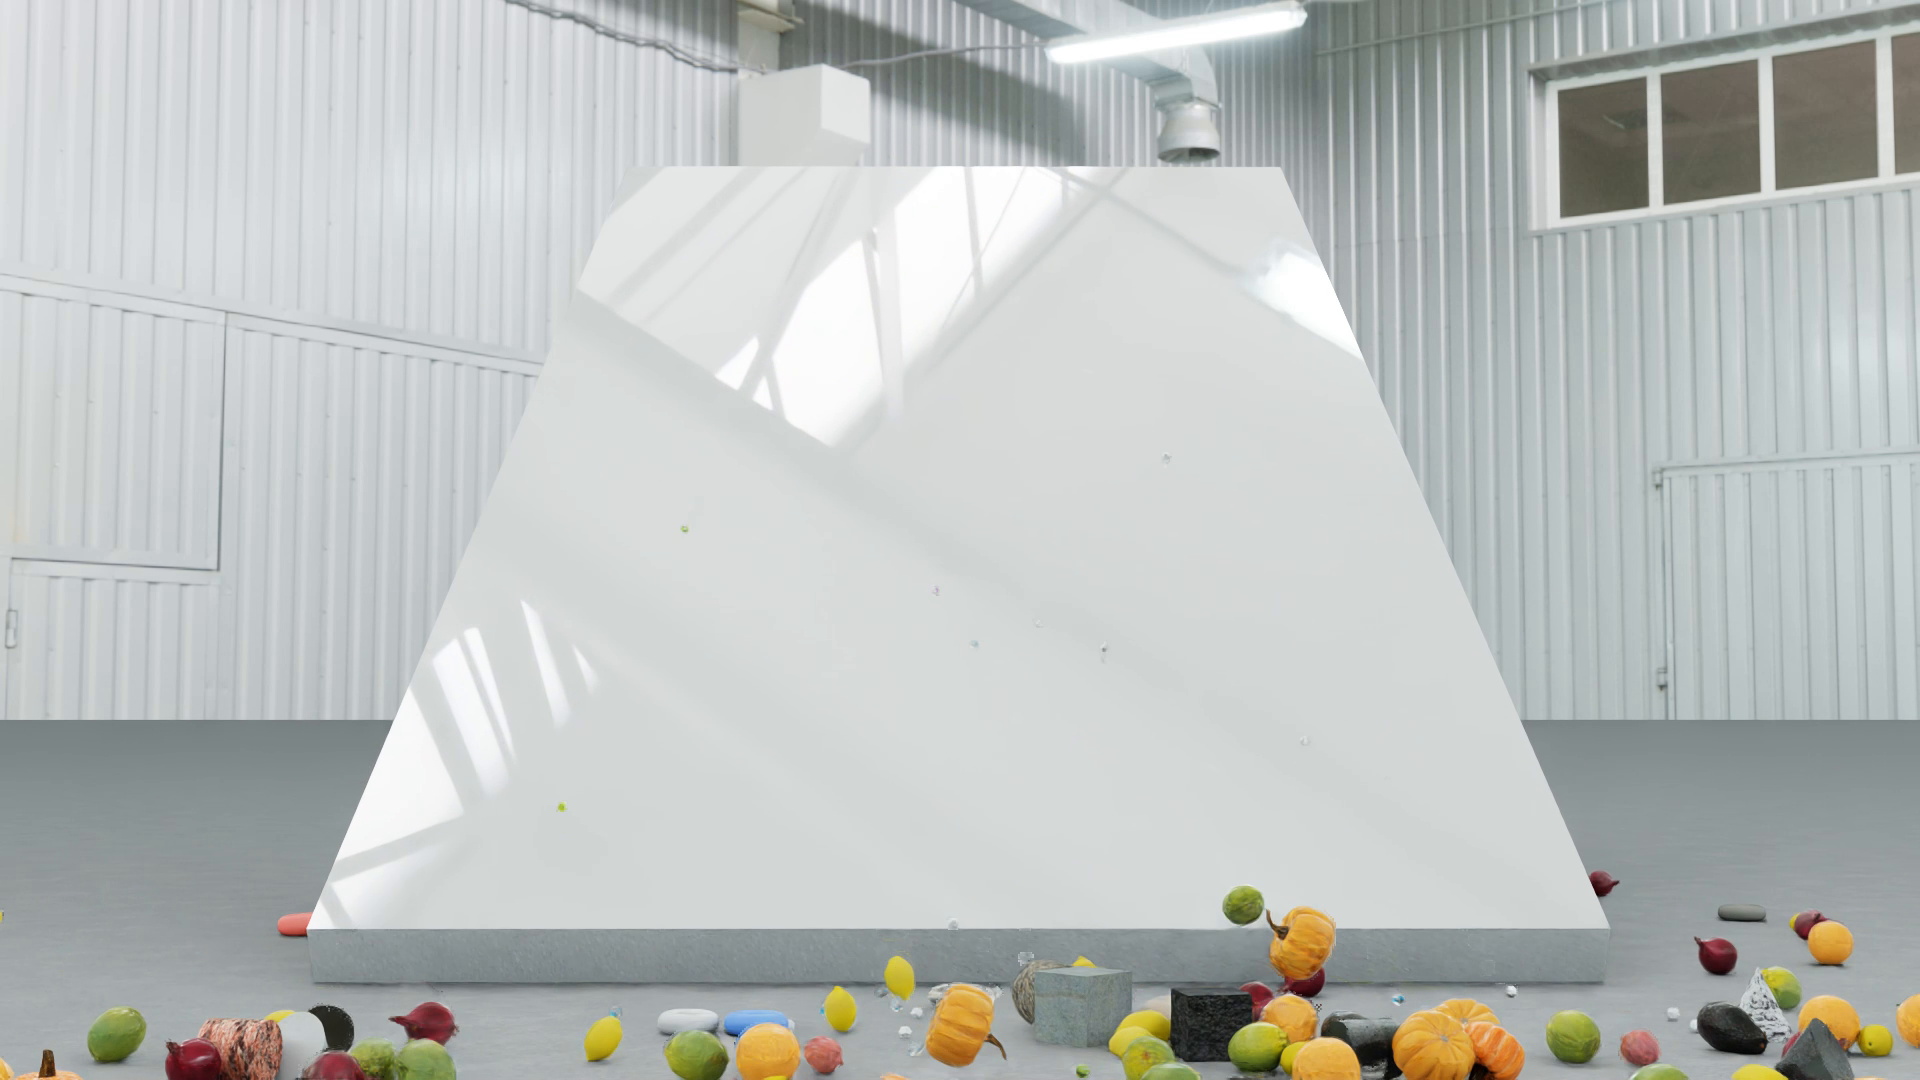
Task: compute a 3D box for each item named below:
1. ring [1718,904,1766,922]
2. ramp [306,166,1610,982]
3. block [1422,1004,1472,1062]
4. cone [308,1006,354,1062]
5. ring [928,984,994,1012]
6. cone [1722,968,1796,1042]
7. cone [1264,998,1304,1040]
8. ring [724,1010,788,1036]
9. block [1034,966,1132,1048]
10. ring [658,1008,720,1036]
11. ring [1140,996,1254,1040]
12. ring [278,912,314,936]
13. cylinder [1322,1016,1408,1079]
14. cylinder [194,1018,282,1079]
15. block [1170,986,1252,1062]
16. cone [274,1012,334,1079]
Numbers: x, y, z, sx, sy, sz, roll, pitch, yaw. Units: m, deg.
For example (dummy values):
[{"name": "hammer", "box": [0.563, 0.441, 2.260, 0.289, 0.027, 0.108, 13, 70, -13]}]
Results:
[{"name": "ring", "box": [1.577, 0.752, 4.747, 0.093, 0.031, 0.093, 0, -5, 0]}, {"name": "ramp", "box": [-0.010, -0.229, 5.431, 2.000, 0.100, 4.000, 0, 26, 0]}, {"name": "block", "box": [0.590, 0.597, 2.851, 0.059, 0.059, 0.059, -1, -4, 11]}, {"name": "cone", "box": [-0.765, 0.611, 2.849, 0.072, 0.072, 0.072, 0, -31, -6]}, {"name": "ring", "box": [0.002, 0.647, 3.327, 0.095, 0.032, 0.095, 1, -5, 0]}, {"name": "cone", "box": [1.027, 0.595, 3.027, 0.091, 0.091, 0.091, 0, -4, 0]}, {"name": "cone", "box": [0.418, 0.615, 3.035, 0.052, 0.052, 0.052, 0, -4, 0]}, {"name": "ring", "box": [-0.265, 0.629, 3.063, 0.084, 0.028, 0.084, 1, -5, 0]}, {"name": "block", "box": [0.158, 0.594, 2.998, 0.088, 0.088, 0.088, -4, -6, 44]}, {"name": "ring", "box": [-0.355, 0.630, 3.076, 0.081, 0.027, 0.081, 1, -3, 0]}, {"name": "ring", "box": [0.305, 0.617, 3.039, 0.148, 0.049, 0.148, -1, -5, 0]}, {"name": "ring", "box": [-1.230, 0.725, 4.441, 0.114, 0.038, 0.114, -1, -4, 0]}, {"name": "cylinder", "box": [0.460, 0.580, 2.675, 0.069, 0.069, 0.069, -4, -2, -26]}, {"name": "cylinder", "box": [-0.814, 0.577, 2.656, 0.071, 0.071, 0.071, -1, -4, 9]}, {"name": "block", "box": [0.305, 0.588, 2.857, 0.079, 0.079, 0.079, 1, -4, -10]}, {"name": "cone", "box": [-0.747, 0.599, 2.718, 0.082, 0.082, 0.082, -2, -31, 23]}]
